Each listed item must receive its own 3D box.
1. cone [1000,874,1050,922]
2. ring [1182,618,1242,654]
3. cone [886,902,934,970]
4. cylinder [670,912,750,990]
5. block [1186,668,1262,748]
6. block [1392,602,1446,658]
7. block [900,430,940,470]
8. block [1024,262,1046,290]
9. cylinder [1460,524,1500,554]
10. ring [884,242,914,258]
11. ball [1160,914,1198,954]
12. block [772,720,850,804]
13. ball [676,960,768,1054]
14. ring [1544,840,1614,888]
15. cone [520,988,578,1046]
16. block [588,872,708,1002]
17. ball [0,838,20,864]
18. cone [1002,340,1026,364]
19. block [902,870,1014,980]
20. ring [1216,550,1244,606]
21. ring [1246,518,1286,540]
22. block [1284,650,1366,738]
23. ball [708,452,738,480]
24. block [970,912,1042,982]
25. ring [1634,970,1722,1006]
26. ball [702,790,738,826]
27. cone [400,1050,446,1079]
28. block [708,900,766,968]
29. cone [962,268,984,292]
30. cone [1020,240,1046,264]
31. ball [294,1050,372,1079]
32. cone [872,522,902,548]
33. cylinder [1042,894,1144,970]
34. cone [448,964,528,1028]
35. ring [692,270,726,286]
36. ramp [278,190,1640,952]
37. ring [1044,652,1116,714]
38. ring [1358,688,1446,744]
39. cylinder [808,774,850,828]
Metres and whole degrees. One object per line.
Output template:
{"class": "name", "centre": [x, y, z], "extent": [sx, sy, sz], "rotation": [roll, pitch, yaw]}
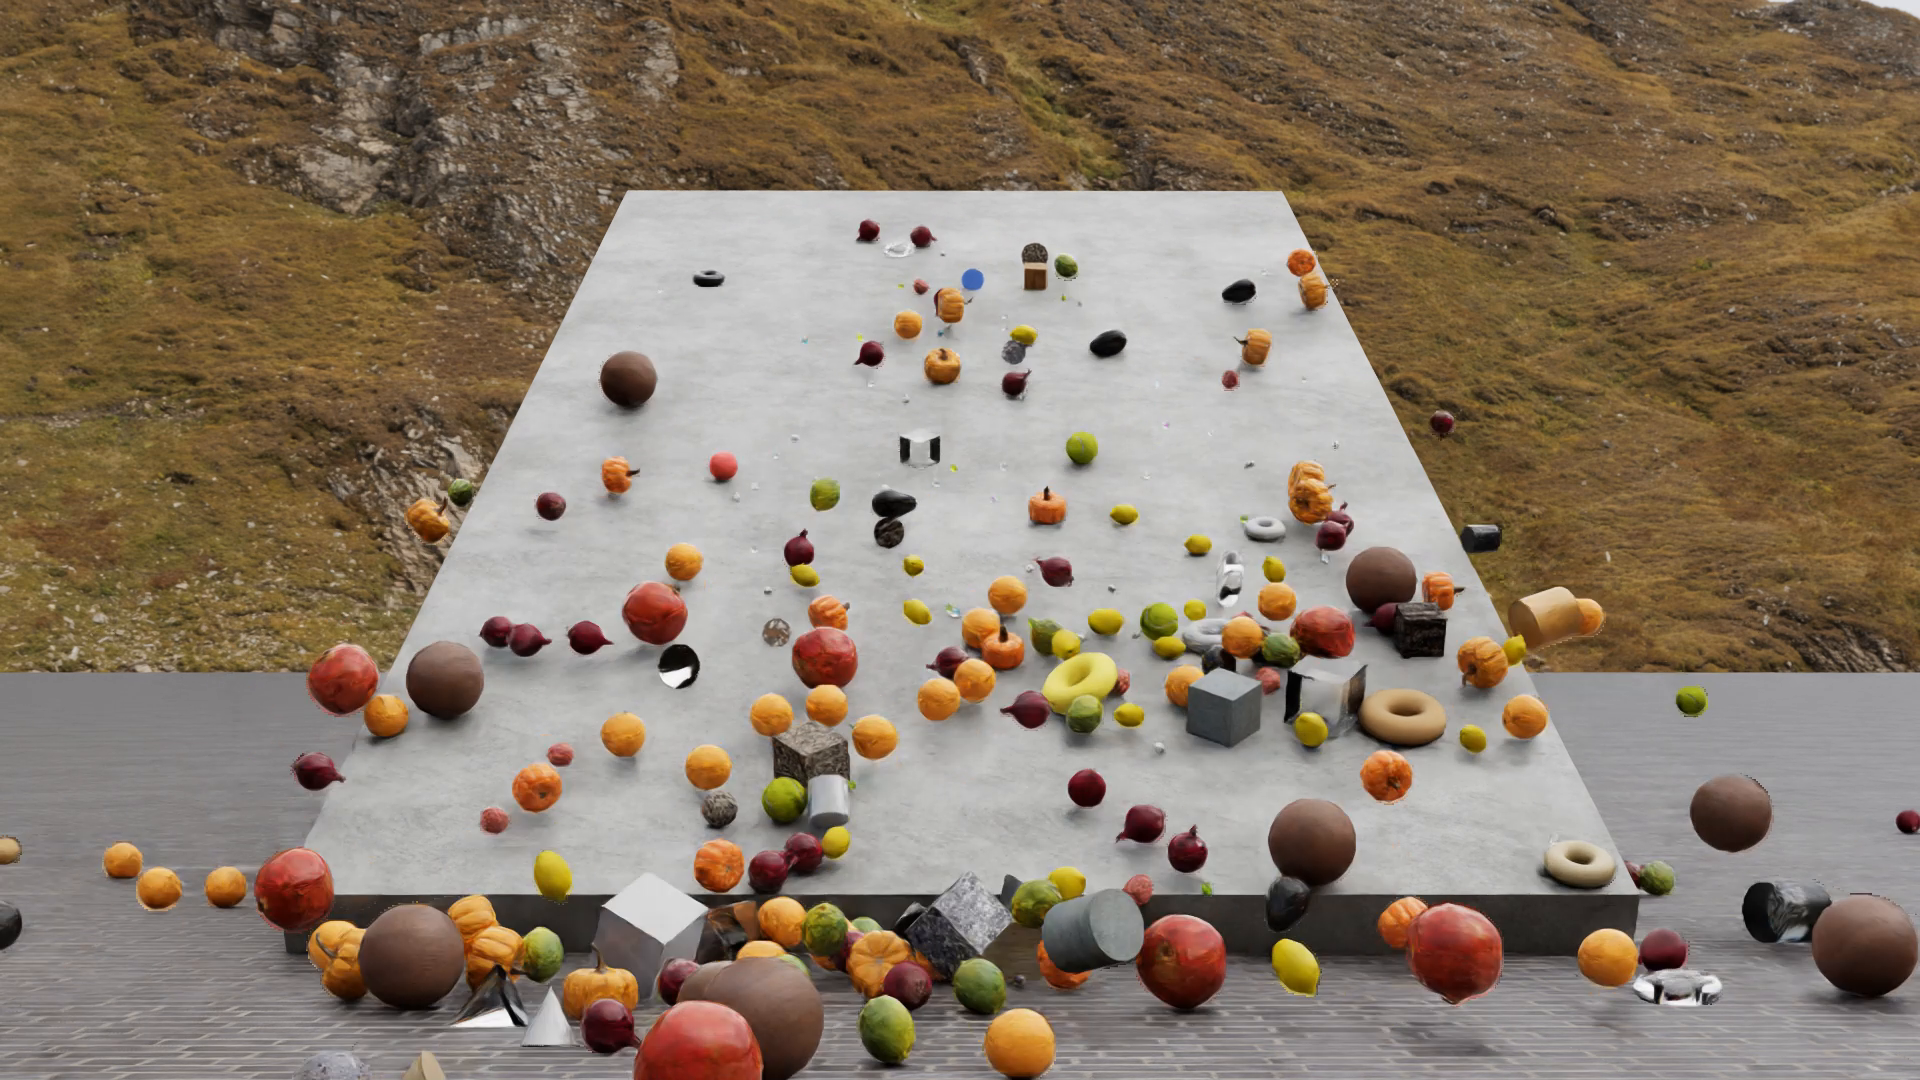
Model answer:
{"class": "cone", "centre": [0.072, 0.540, 3.275], "extent": [0.095, 0.095, 0.095], "rotation": [37, -16, 12]}
{"class": "ring", "centre": [0.453, 0.173, 4.166], "extent": [0.106, 0.035, 0.106], "rotation": [-1, 24, 1]}
{"class": "cone", "centre": [-0.060, 0.534, 3.249], "extent": [0.097, 0.097, 0.097], "rotation": [0, 26, -7]}
{"class": "cylinder", "centre": [-0.340, 0.545, 3.069], "extent": [0.095, 0.095, 0.095], "rotation": [-1, -3, 14]}
{"class": "block", "centre": [0.440, 0.278, 3.857], "extent": [0.088, 0.088, 0.088], "rotation": [19, 29, 36]}
{"class": "block", "centre": [0.823, 0.160, 4.149], "extent": [0.074, 0.074, 0.074], "rotation": [-2, 23, -4]}
{"class": "block", "centre": [-0.086, -0.195, 4.983], "extent": [0.061, 0.061, 0.061], "rotation": [21, 31, 40]}
{"class": "block", "centre": [0.201, -0.700, 6.157], "extent": [0.058, 0.058, 0.058], "rotation": [1, 23, 3]}
{"class": "cylinder", "centre": [1.023, -0.003, 4.556], "extent": [0.055, 0.055, 0.055], "rotation": [-3, -2, -17]}
{"class": "ring", "centre": [-0.169, -0.807, 6.440], "extent": [0.087, 0.029, 0.087], "rotation": [1, 23, 0]}
{"class": "ball", "centre": [0.310, 0.558, 3.278], "extent": [0.056, 0.056, 0.056], "rotation": [0, -3, 0]}
{"class": "block", "centre": [-0.237, 0.353, 3.684], "extent": [0.086, 0.086, 0.086], "rotation": [-18, 30, -36]}
{"class": "ball", "centre": [-0.263, 0.514, 2.553], "extent": [0.100, 0.100, 0.100], "rotation": [0, -3, 0]}
{"class": "ring", "centre": [0.923, 0.483, 3.454], "extent": [0.104, 0.035, 0.104], "rotation": [1, 23, 0]}
{"class": "cone", "centre": [-0.455, 0.529, 2.574], "extent": [0.063, 0.063, 0.063], "rotation": [0, -13, 0]}
{"class": "block", "centre": [-0.398, 0.505, 2.958], "extent": [0.097, 0.097, 0.097], "rotation": [28, 31, 18]}
{"class": "ball", "centre": [-2.046, 0.666, 4.962], "extent": [0.058, 0.058, 0.058], "rotation": [0, -3, 0]}
{"class": "cone", "centre": [0.126, -0.451, 5.621], "extent": [0.059, 0.059, 0.059], "rotation": [0, -3, -6]}
{"class": "block", "centre": [-0.002, 0.492, 2.957], "extent": [0.083, 0.083, 0.083], "rotation": [-39, -5, -46]}
{"class": "ring", "centre": [0.501, 0.071, 4.307], "extent": [0.035, 0.106, 0.106], "rotation": [7, -4, -5]}
{"class": "ring", "centre": [0.611, -0.022, 4.630], "extent": [0.081, 0.027, 0.081], "rotation": [1, 23, 0]}
{"class": "block", "centre": [0.614, 0.258, 3.892], "extent": [0.098, 0.098, 0.098], "rotation": [15, 28, 31]}
{"class": "ball", "centre": [-0.500, -0.157, 4.893], "extent": [0.061, 0.061, 0.061], "rotation": [0, -3, 0]}
{"class": "block", "centre": [0.062, 0.555, 3.158], "extent": [0.081, 0.081, 0.081], "rotation": [1, 0, -12]}
{"class": "ring", "centre": [0.910, 0.568, 2.938], "extent": [0.107, 0.036, 0.107], "rotation": [-1, -2, 0]}
{"class": "ball", "centre": [-0.371, 0.415, 3.578], "extent": [0.055, 0.055, 0.055], "rotation": [0, -3, 0]}
{"class": "cone", "centre": [-0.530, 0.530, 2.218], "extent": [0.062, 0.062, 0.062], "rotation": [-24, -3, -1]}
{"class": "block", "centre": [-0.329, 0.549, 3.189], "extent": [0.085, 0.085, 0.085], "rotation": [-12, -5, 14]}
{"class": "cone", "centre": [0.033, -0.687, 6.164], "extent": [0.060, 0.060, 0.060], "rotation": [0, -3, -2]}
{"class": "cone", "centre": [0.204, -0.773, 6.357], "extent": [0.073, 0.073, 0.073], "rotation": [0, -16, 7]}
{"class": "ball", "centre": [-0.577, 0.506, 2.131], "extent": [0.071, 0.071, 0.071], "rotation": [0, -3, 0]}
{"class": "cone", "centre": [-0.136, -0.013, 4.604], "extent": [0.061, 0.061, 0.061], "rotation": [-1, 11, 17]}
{"class": "cylinder", "centre": [0.164, 0.482, 2.855], "extent": [0.090, 0.090, 0.090], "rotation": [3, -7, -40]}
{"class": "cone", "centre": [-0.566, 0.555, 2.732], "extent": [0.083, 0.083, 0.083], "rotation": [-26, -1, -5]}
{"class": "ring", "centre": [-0.670, -0.700, 6.190], "extent": [0.086, 0.029, 0.086], "rotation": [-1, 23, 1]}
{"class": "ramp", "centre": [-0.008, -0.227, 5.259], "extent": [2.000, 0.100, 4.000], "rotation": [0, 23, 0]}
{"class": "ring", "centre": [0.204, 0.243, 3.936], "extent": [0.137, 0.046, 0.137], "rotation": [-25, 26, 13]}
{"class": "ring", "centre": [0.739, 0.295, 3.871], "extent": [0.146, 0.049, 0.146], "rotation": [0, 25, 0]}
{"class": "cylinder", "centre": [-0.202, 0.402, 3.566], "extent": [0.063, 0.063, 0.063], "rotation": [-4, -29, -2]}
